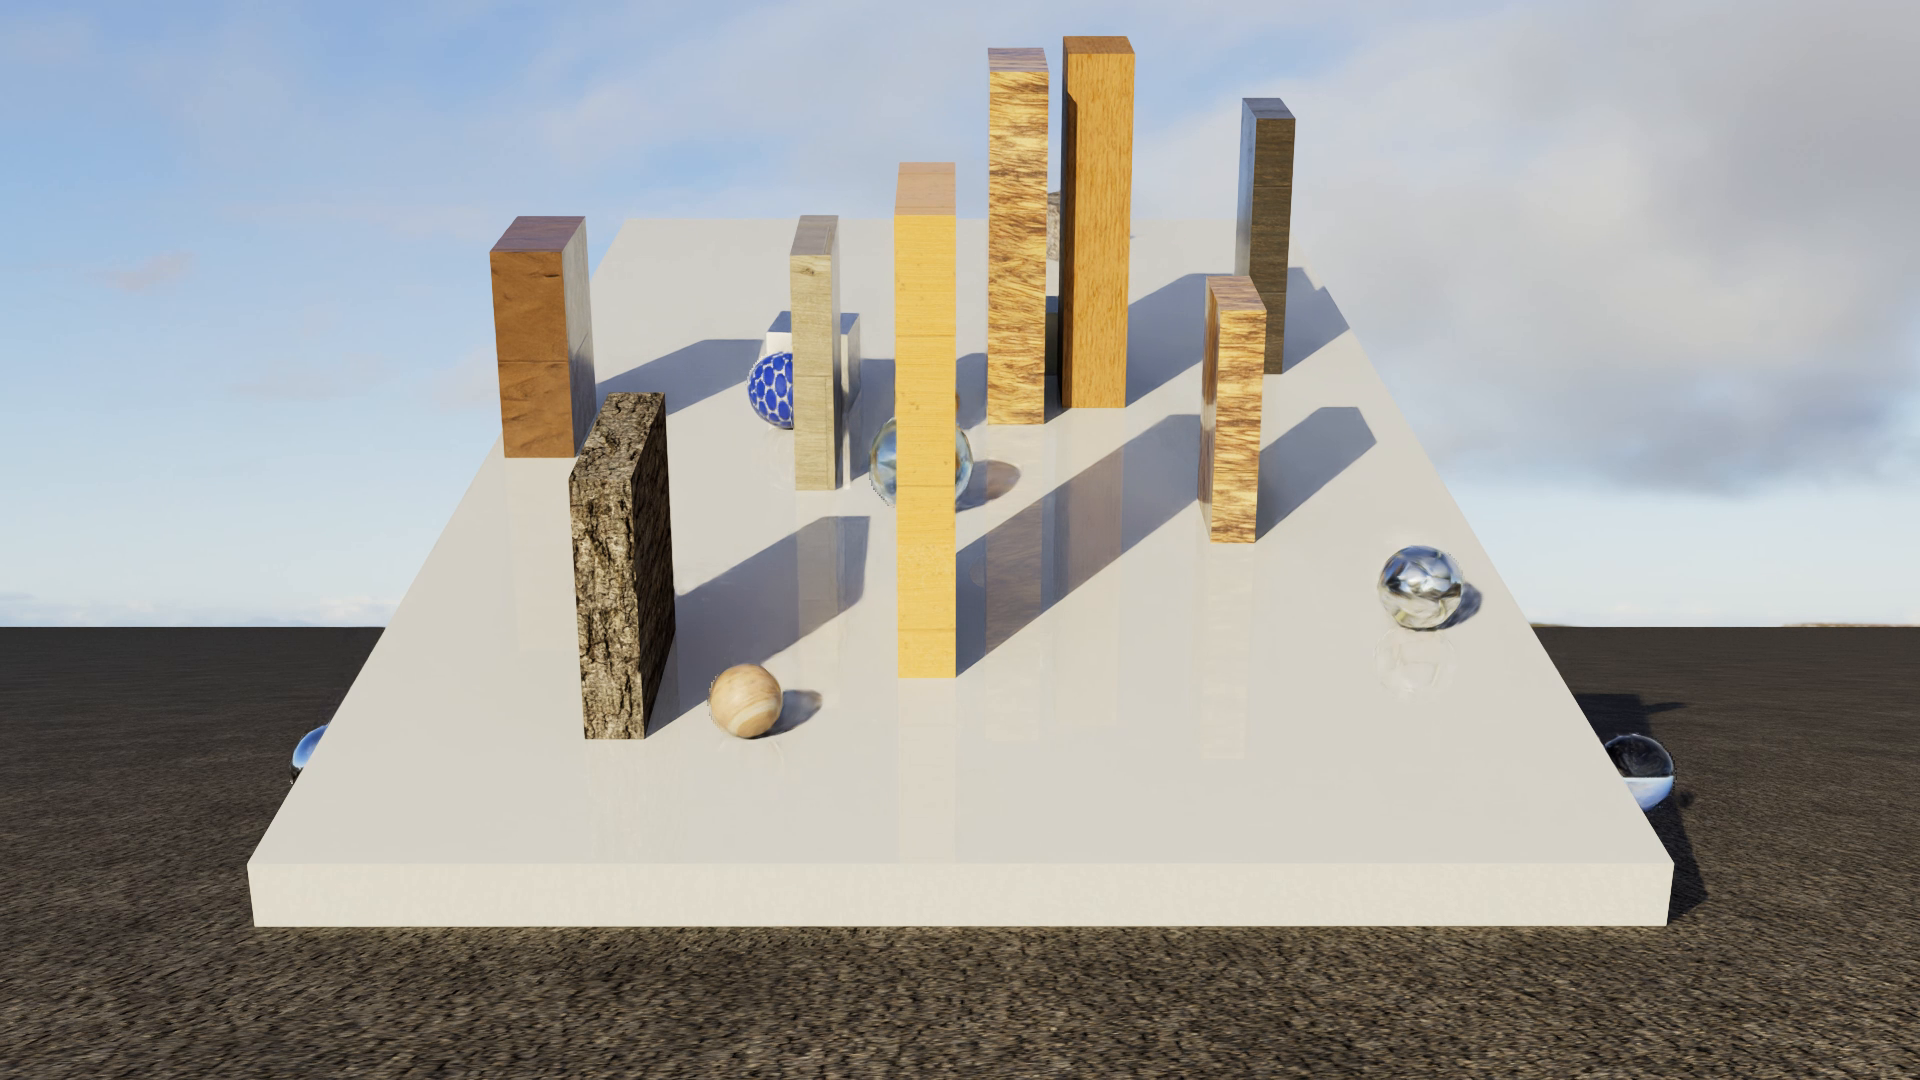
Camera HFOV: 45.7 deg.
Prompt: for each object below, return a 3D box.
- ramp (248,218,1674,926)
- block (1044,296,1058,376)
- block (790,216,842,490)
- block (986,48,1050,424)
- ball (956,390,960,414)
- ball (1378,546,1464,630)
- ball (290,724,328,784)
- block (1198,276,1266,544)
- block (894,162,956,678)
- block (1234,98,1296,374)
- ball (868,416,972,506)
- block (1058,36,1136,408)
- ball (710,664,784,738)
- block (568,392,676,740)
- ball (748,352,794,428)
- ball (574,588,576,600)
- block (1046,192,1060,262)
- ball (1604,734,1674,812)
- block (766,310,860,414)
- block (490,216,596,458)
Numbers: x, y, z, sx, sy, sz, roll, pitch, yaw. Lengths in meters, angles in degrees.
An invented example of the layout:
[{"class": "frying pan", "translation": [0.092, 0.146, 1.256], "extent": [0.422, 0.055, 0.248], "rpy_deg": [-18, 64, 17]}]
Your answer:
[{"class": "ramp", "translation": [-0.006, -0.214, 5.082], "extent": [2.000, 0.100, 4.000], "rpy_deg": [0, 21, 0]}, {"class": "block", "translation": [0.273, -0.488, 5.444], "extent": [0.153, 0.153, 0.153], "rpy_deg": [0, 21, 0]}, {"class": "block", "translation": [-0.295, -0.392, 4.722], "extent": [0.080, 0.489, 0.352], "rpy_deg": [0, 21, 0]}, {"class": "block", "translation": [0.123, -0.676, 5.064], "extent": [0.124, 0.775, 0.327], "rpy_deg": [0, 21, 0]}, {"class": "ball", "translation": [-0.070, -0.300, 4.972], "extent": [0.137, 0.137, 0.137], "rpy_deg": [0, -2, 0]}, {"class": "ball", "translation": [0.801, 0.082, 3.968], "extent": [0.146, 0.146, 0.146], "rpy_deg": [0, -2, 0]}, {"class": "ball", "translation": [-1.399, 0.513, 5.124], "extent": [0.202, 0.202, 0.202], "rpy_deg": [0, -2, 0]}, {"class": "block", "translation": [0.522, -0.254, 4.406], "extent": [0.084, 0.459, 0.255], "rpy_deg": [0, 21, 0]}, {"class": "block", "translation": [-0.055, -0.207, 3.831], "extent": [0.095, 0.780, 0.401], "rpy_deg": [0, 21, 0]}, {"class": "block", "translation": [0.719, -0.724, 5.428], "extent": [0.090, 0.607, 0.271], "rpy_deg": [0, 21, 0]}, {"class": "ball", "translation": [-0.077, -0.156, 4.502], "extent": [0.206, 0.206, 0.206], "rpy_deg": [0, -2, 0]}, {"class": "block", "translation": [0.302, -0.715, 5.140], "extent": [0.143, 0.794, 0.252], "rpy_deg": [0, 21, 0]}, {"class": "ball", "translation": [-0.334, 0.251, 3.565], "extent": [0.114, 0.114, 0.114], "rpy_deg": [0, -2, 0]}, {"class": "block", "translation": [-0.541, 0.032, 3.692], "extent": [0.093, 0.431, 0.437], "rpy_deg": [0, 21, 0]}, {"class": "ball", "translation": [-0.383, -0.330, 5.008], "extent": [0.167, 0.167, 0.167], "rpy_deg": [0, -2, 0]}, {"class": "ball", "translation": [-0.621, 0.087, 3.996], "extent": [0.111, 0.111, 0.111], "rpy_deg": [0, -2, 0]}, {"class": "block", "translation": [0.292, -0.893, 6.495], "extent": [0.159, 0.159, 0.159], "rpy_deg": [-19, 28, -40]}, {"class": "ball", "translation": [1.510, 0.525, 5.119], "extent": [0.177, 0.177, 0.177], "rpy_deg": [0, -2, 0]}, {"class": "block", "translation": [-0.330, -0.406, 5.187], "extent": [0.182, 0.182, 0.182], "rpy_deg": [2, 21, 6]}, {"class": "block", "translation": [-0.891, -0.440, 4.905], "extent": [0.148, 0.446, 0.326], "rpy_deg": [0, 21, 0]}]
